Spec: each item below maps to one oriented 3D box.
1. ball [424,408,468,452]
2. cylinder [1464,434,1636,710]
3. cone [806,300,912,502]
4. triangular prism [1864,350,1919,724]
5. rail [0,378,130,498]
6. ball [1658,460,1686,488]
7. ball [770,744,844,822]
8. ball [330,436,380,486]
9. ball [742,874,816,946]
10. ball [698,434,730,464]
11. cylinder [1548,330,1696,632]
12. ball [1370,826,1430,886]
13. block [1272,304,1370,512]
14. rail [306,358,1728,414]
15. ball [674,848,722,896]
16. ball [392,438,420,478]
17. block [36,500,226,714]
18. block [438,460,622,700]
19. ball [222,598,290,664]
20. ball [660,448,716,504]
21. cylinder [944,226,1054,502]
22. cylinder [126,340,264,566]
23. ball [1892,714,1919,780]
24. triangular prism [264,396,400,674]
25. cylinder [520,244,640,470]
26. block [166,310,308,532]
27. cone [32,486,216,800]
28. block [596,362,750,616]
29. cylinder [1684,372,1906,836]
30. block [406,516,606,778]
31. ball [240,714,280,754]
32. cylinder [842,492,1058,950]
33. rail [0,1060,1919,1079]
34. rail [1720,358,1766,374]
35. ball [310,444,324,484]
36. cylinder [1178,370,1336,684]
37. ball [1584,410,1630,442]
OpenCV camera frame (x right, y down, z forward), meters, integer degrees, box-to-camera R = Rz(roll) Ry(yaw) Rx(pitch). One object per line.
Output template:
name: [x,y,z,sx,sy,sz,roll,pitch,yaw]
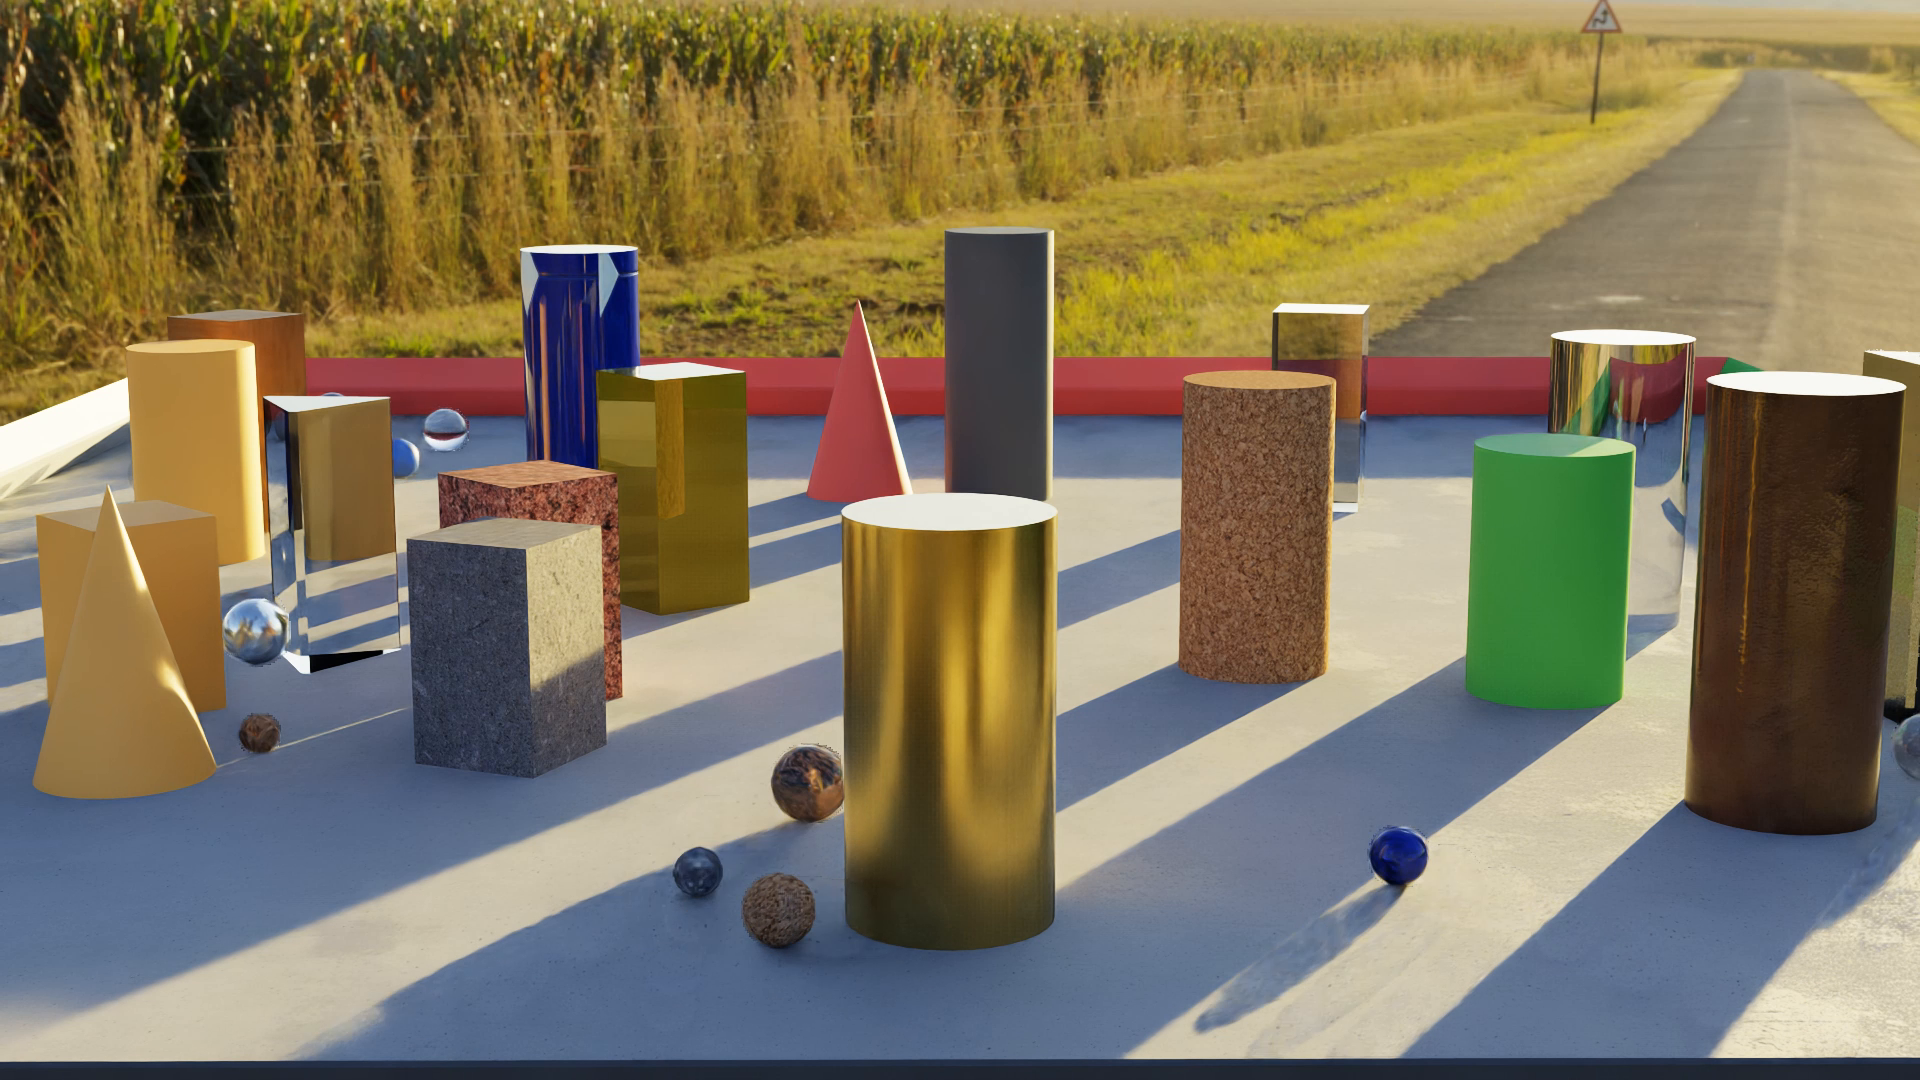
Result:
ball: [-0.965,-0.206,4.811,0.081,0.081,0.081,0,11,0]
cylinder: [0.682,0.033,2.973,0.181,0.290,0.181,0,11,0]
cone: [-0.171,-0.242,4.324,0.181,0.333,0.181,0,11,0]
triangular prism: [1.069,-0.008,2.895,0.157,0.400,0.136,-8,13,-36]
rail: [-1.580,0.032,3.441,0.045,0.118,3.786,0,11,0]
ball: [1.222,-0.112,4.408,0.047,0.047,0.047,0,11,0]
ball: [-0.145,0.235,2.479,0.075,0.075,0.075,0,11,0]
ball: [-1.046,-0.138,4.437,0.087,0.087,0.087,0,11,0]
ball: [-0.150,0.308,2.132,0.060,0.060,0.060,0,11,0]
ball: [-0.448,-0.166,4.671,0.056,0.056,0.056,0,11,0]
cylinder: [0.858,-0.080,3.353,0.181,0.372,0.181,0,11,0]
ball: [0.392,0.282,2.290,0.053,0.053,0.053,0,11,0]
block: [0.593,-0.220,4.232,0.145,0.323,0.145,2,11,13]
rail: [-0.011,-0.314,5.287,3.207,0.118,0.045,0,11,0]
ball: [-0.231,0.292,2.260,0.043,0.043,0.043,0,11,0]
ball: [-0.986,-0.143,4.511,0.069,0.069,0.069,0,11,0]
block: [-0.936,0.081,2.900,0.145,0.222,0.145,-10,14,-42]
block: [-0.492,0.053,2.945,0.145,0.262,0.145,-10,15,-43]
ball: [-0.852,0.110,3.106,0.080,0.080,0.080,0,11,0]
ball: [-0.451,-0.106,4.254,0.091,0.091,0.091,0,11,0]
cylinder: [0.065,-0.294,4.292,0.181,0.446,0.181,0,11,0]
cylinder: [-1.127,-0.130,3.784,0.181,0.312,0.181,0,11,0]
ball: [0.989,0.211,2.619,0.070,0.070,0.070,0,11,0]
triangular prism: [-0.800,-0.014,3.154,0.136,0.317,0.157,7,13,33]
cylinder: [-0.592,-0.238,4.025,0.181,0.435,0.181,0,11,0]
block: [-1.129,-0.186,4.026,0.145,0.333,0.145,7,13,32]
cone: [-0.861,0.092,2.619,0.181,0.304,0.181,0,11,0]
block: [-0.388,-0.073,3.471,0.145,0.314,0.145,-9,14,-39]
cylinder: [0.807,0.057,2.489,0.181,0.421,0.181,0,11,0]
block: [-0.475,0.109,2.702,0.145,0.239,0.145,5,12,23]
ball: [-0.745,0.206,2.727,0.041,0.041,0.041,0,11,0]
cylinder: [-0.009,0.149,2.180,0.181,0.354,0.181,0,11,0]
rail: [0.011,0.375,1.613,3.207,0.118,0.045,0,11,0]
rail: [1.580,0.029,3.459,0.045,0.118,3.786,0,11,0]
ball: [-1.135,-0.130,4.402,0.084,0.084,0.084,0,11,0]
cylinder: [0.356,-0.019,3.086,0.181,0.351,0.181,0,11,0]
ball: [1.208,-0.203,4.793,0.082,0.082,0.082,0,11,0]
